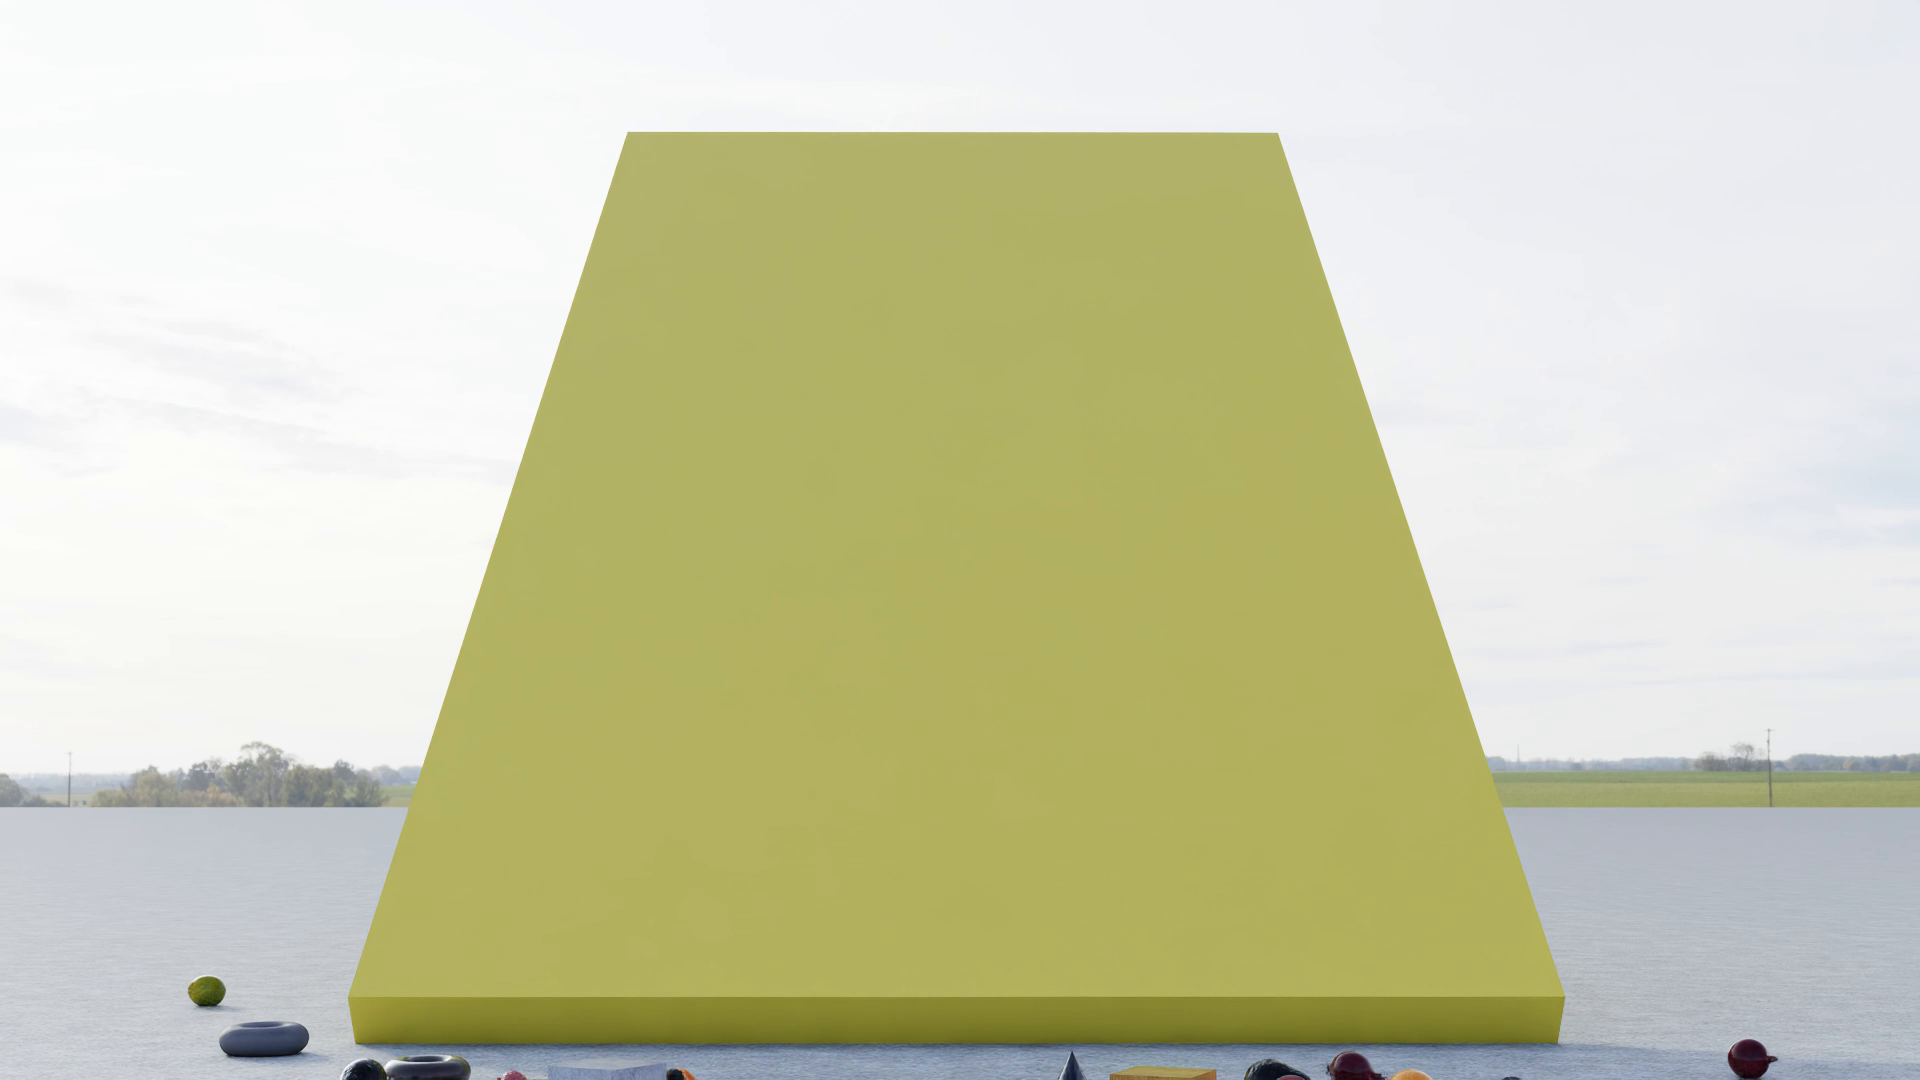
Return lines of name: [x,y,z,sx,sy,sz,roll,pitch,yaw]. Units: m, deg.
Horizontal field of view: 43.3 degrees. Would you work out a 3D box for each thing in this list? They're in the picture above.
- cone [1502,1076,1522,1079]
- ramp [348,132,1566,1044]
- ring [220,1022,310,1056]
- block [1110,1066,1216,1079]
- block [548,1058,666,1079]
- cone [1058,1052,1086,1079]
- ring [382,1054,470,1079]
cone: [0.677,0.714,3.017,0.067,0.067,0.067,4,-36,-31]
ramp: [-0.013,-0.209,5.726,2.000,0.100,4.000,0,30,0]
ring: [-1.111,0.797,3.858,0.139,0.046,0.139,-1,-5,0]
block: [0.231,0.650,2.736,0.095,0.095,0.095,-3,-7,23]
block: [-0.410,0.658,2.809,0.096,0.096,0.096,-4,-7,33]
cone: [0.149,0.713,3.209,0.072,0.072,0.072,0,-6,0]
ring: [-0.750,0.750,3.399,0.122,0.041,0.122,0,-5,0]
